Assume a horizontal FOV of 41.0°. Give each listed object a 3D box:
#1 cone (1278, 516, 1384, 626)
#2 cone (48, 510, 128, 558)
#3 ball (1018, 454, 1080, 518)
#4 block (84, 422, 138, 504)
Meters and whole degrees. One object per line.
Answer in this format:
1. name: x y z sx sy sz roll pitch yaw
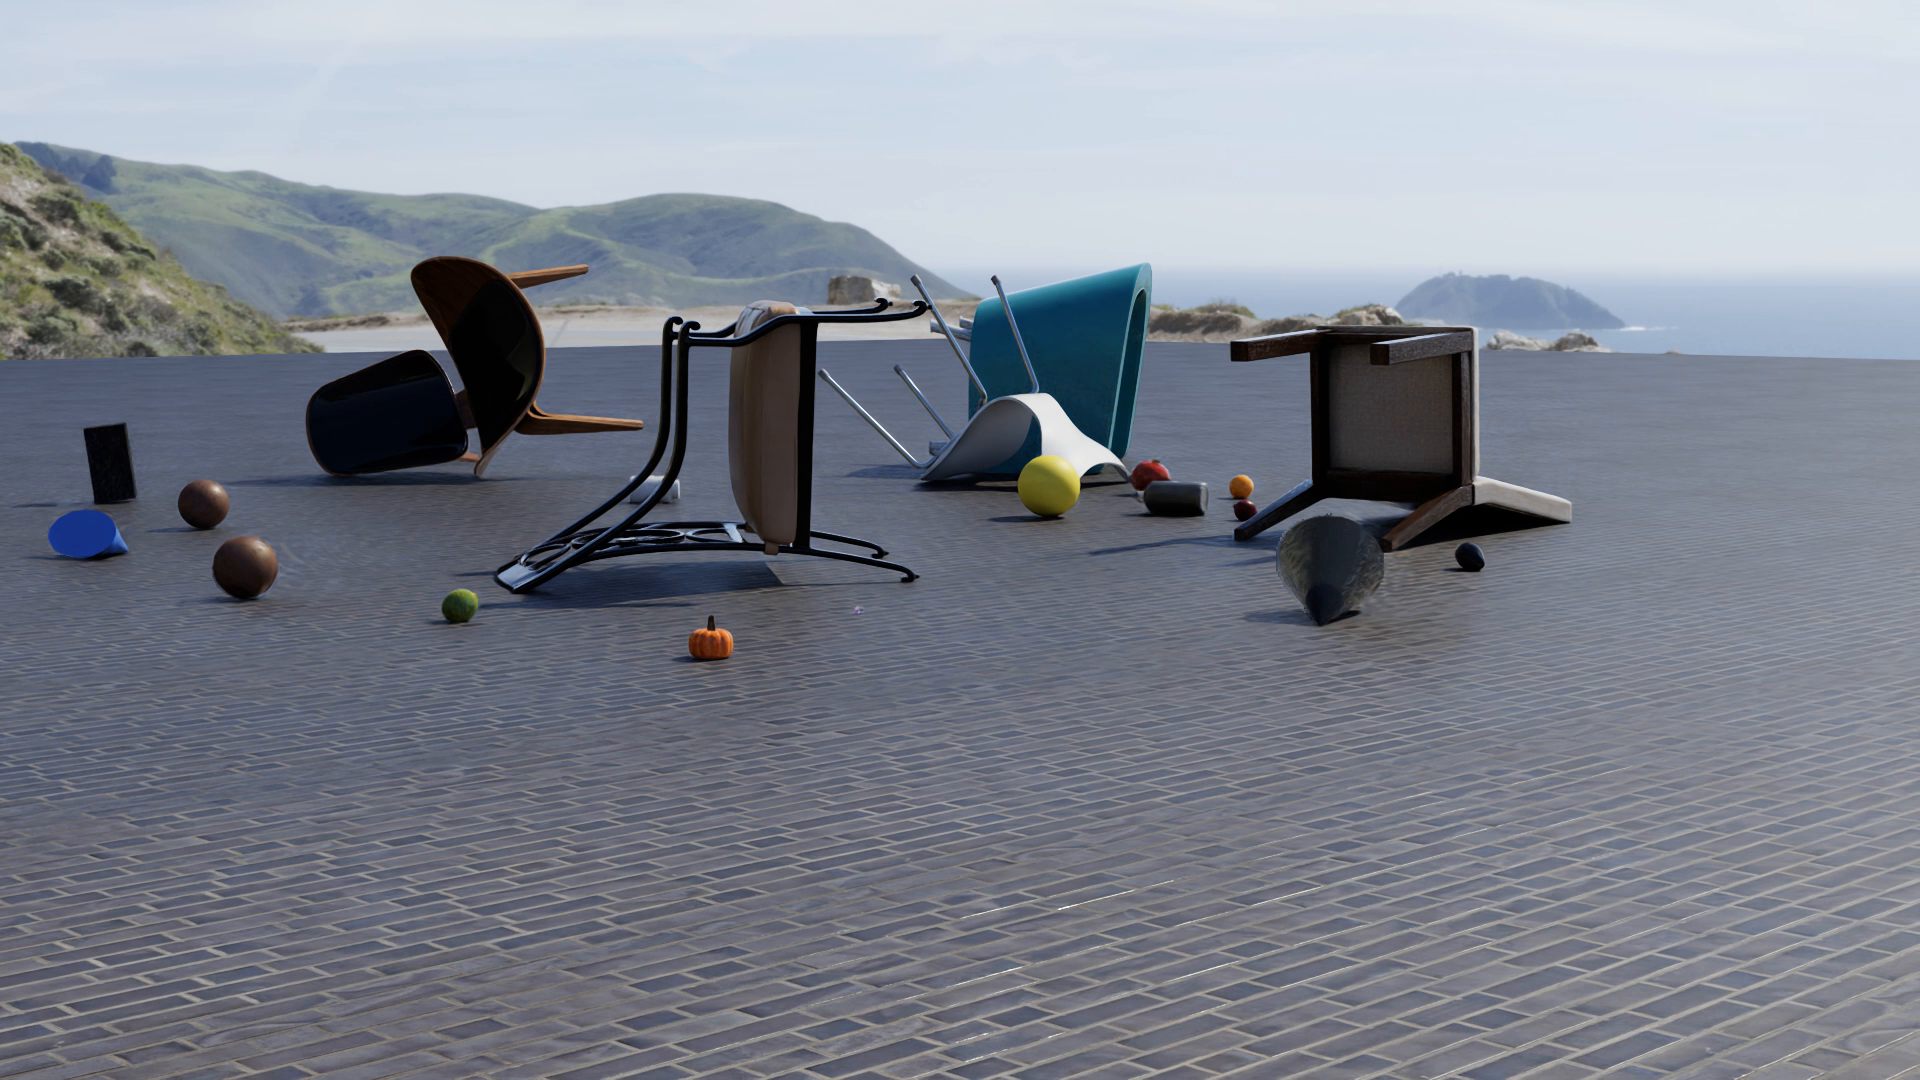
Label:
1. cone: 0.702 0.104 4.930 0.206 0.213 0.249 -41 13 29
2. cone: -2.022 0.007 6.074 0.237 0.119 0.145 3 -16 33
3. ball: 0.243 -0.147 7.009 0.171 0.171 0.171 0 6 0
4. block: -2.476 -0.225 7.479 0.113 0.218 0.100 -8 8 -14
